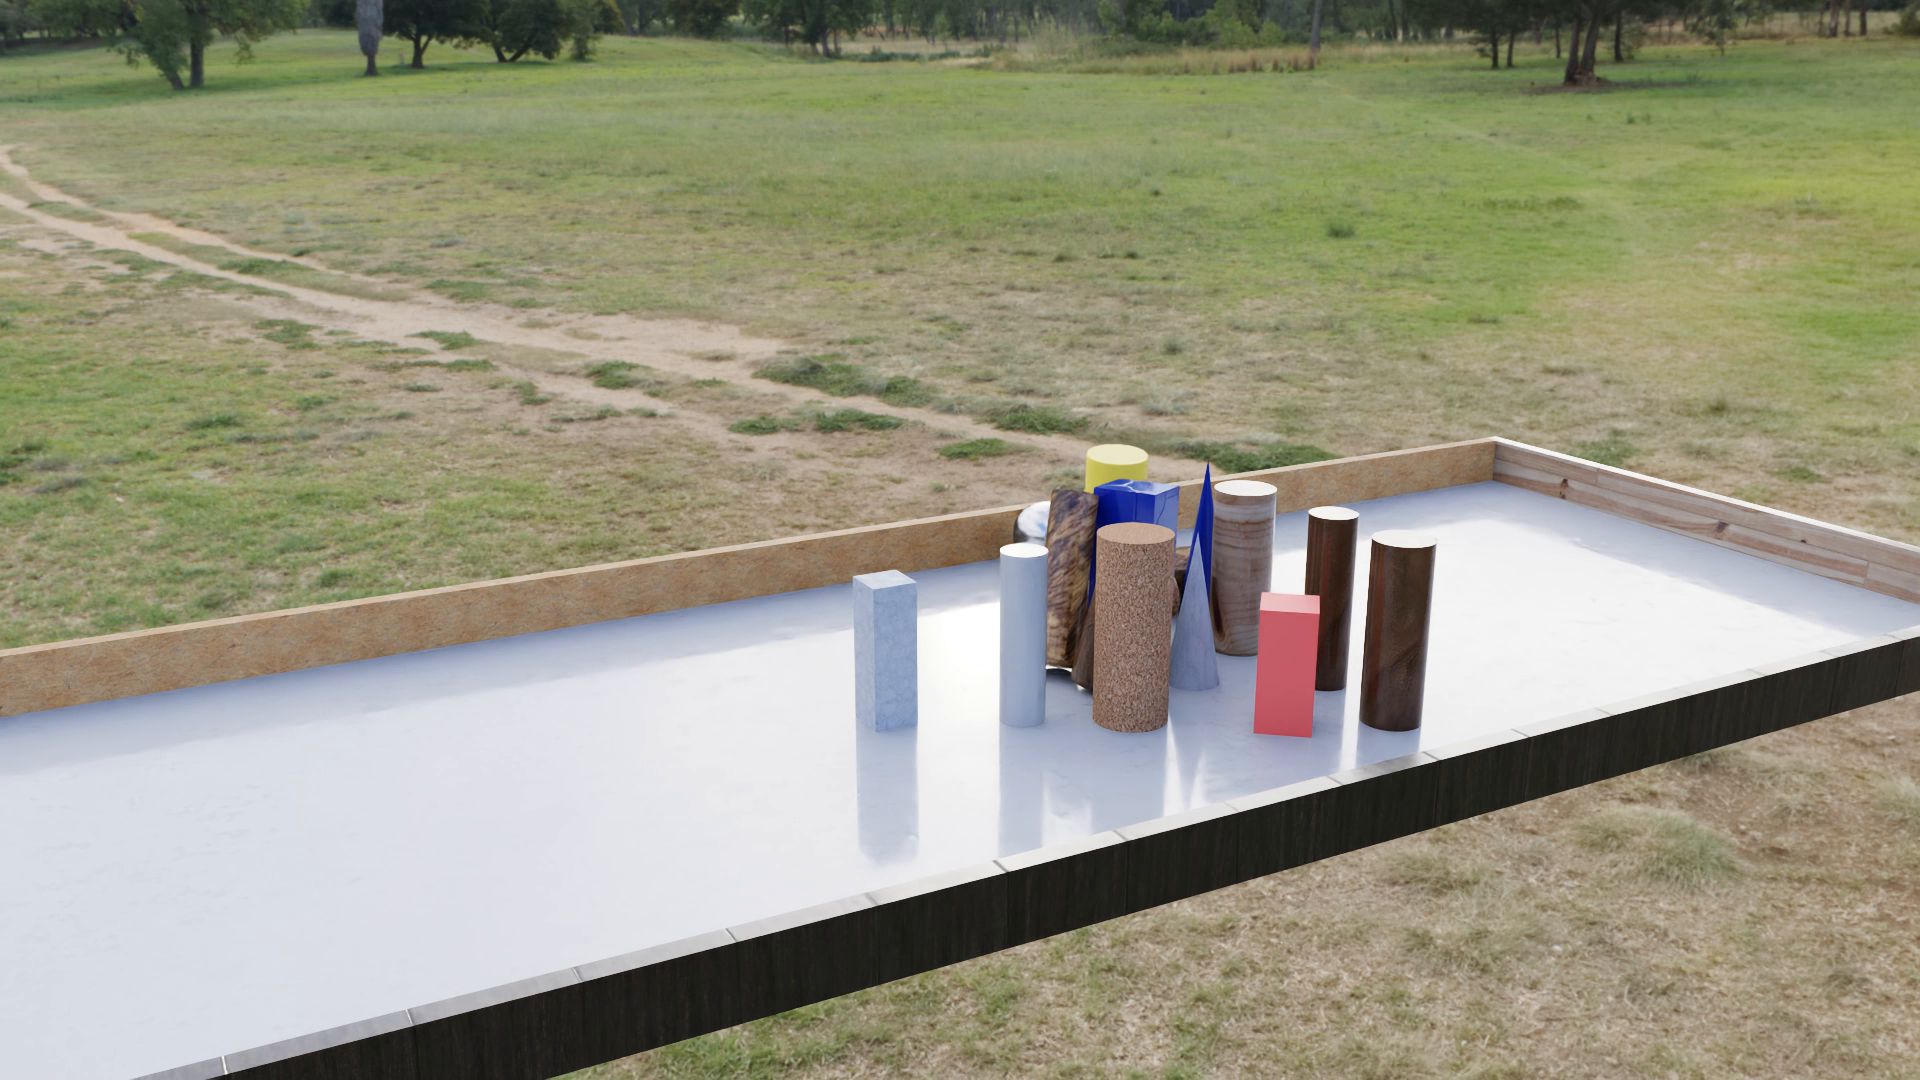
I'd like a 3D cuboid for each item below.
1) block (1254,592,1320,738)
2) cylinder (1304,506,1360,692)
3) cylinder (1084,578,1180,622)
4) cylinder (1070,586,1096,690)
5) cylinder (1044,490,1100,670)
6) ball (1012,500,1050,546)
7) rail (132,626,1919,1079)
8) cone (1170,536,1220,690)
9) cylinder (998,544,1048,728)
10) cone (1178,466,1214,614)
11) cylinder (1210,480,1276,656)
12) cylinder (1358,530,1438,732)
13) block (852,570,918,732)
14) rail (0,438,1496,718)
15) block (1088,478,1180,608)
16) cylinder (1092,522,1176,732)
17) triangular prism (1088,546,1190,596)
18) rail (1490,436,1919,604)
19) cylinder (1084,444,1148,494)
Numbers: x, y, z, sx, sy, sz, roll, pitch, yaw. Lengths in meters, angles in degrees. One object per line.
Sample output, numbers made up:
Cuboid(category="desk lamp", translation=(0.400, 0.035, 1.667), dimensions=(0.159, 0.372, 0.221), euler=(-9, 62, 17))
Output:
Cuboid(category="block", translation=(0.759, 0.289, 3.835), dimensions=(0.132, 0.302, 0.132), euler=(3, 17, 11))
Cuboid(category="cylinder", translation=(0.910, 0.146, 4.075), dimensions=(0.120, 0.441, 0.120), euler=(0, 16, 0))
Cuboid(category="cylinder", translation=(0.434, 0.165, 4.577), dimensions=(0.325, 0.122, 0.122), euler=(-5, 17, -15))
Cuboid(category="cylinder", translation=(0.383, 0.170, 4.035), dimensions=(0.132, 0.398, 0.132), euler=(12, 21, -5))
Cuboid(category="cylinder", translation=(0.267, 0.101, 4.202), dimensions=(0.122, 0.445, 0.122), euler=(7, -6, 1))
Cuboid(category="ball", translation=(0.264, -0.018, 5.052), dimensions=(0.205, 0.205, 0.205), euler=(0, 16, 0))
Cuboid(category="rail", translation=(-2.336, 1.006, 1.665), dimensions=(12.000, 0.150, 0.050), euler=(-9, 18, -27))
Cuboid(category="cone", translation=(0.583, 0.167, 4.095), dimensions=(0.140, 0.391, 0.140), euler=(0, 16, 0))
Cuboid(category="cylinder", translation=(0.147, 0.224, 3.853), dimensions=(0.111, 0.418, 0.111), euler=(0, 16, 0))
Cuboid(category="cone", translation=(0.680, -0.006, 4.578), dimensions=(0.133, 0.449, 0.133), euler=(0, 16, 0))
Cuboid(category="cylinder", translation=(0.740, 0.074, 4.330), dimensions=(0.160, 0.435, 0.160), euler=(0, 16, 0))
Cuboid(category="cylinder", translation=(1.019, 0.211, 3.844), dimensions=(0.146, 0.447, 0.146), euler=(0, 16, 0))
Cuboid(category="block", translation=(-0.174, 0.258, 3.856), dimensions=(0.111, 0.349, 0.111), euler=(-9, 18, -27))
Cuboid(category="rail", translation=(-3.305, 0.497, 3.399), dimensions=(12.000, 0.150, 0.050), euler=(-9, 18, -27))
Cuboid(category="block", translation=(0.454, 0.070, 4.333), dimensions=(0.170, 0.428, 0.170), euler=(8, 13, 27))
Cuboid(category="cylinder", translation=(0.404, 0.203, 3.852), dimensions=(0.179, 0.457, 0.179), euler=(0, 16, 0))
Cuboid(category="triangular prism", translation=(0.537, 0.081, 4.731), dimensions=(0.426, 0.149, 0.129), euler=(-4, 56, -13))
Cuboid(category="rail", translation=(2.466, -0.048, 5.253), dimensions=(0.050, 0.150, 2.100), euler=(-9, 18, -27))
Cuboid(category="cylinder", translation=(0.448, -0.061, 4.822), dimensions=(0.176, 0.401, 0.176), euler=(1, 23, -1))
